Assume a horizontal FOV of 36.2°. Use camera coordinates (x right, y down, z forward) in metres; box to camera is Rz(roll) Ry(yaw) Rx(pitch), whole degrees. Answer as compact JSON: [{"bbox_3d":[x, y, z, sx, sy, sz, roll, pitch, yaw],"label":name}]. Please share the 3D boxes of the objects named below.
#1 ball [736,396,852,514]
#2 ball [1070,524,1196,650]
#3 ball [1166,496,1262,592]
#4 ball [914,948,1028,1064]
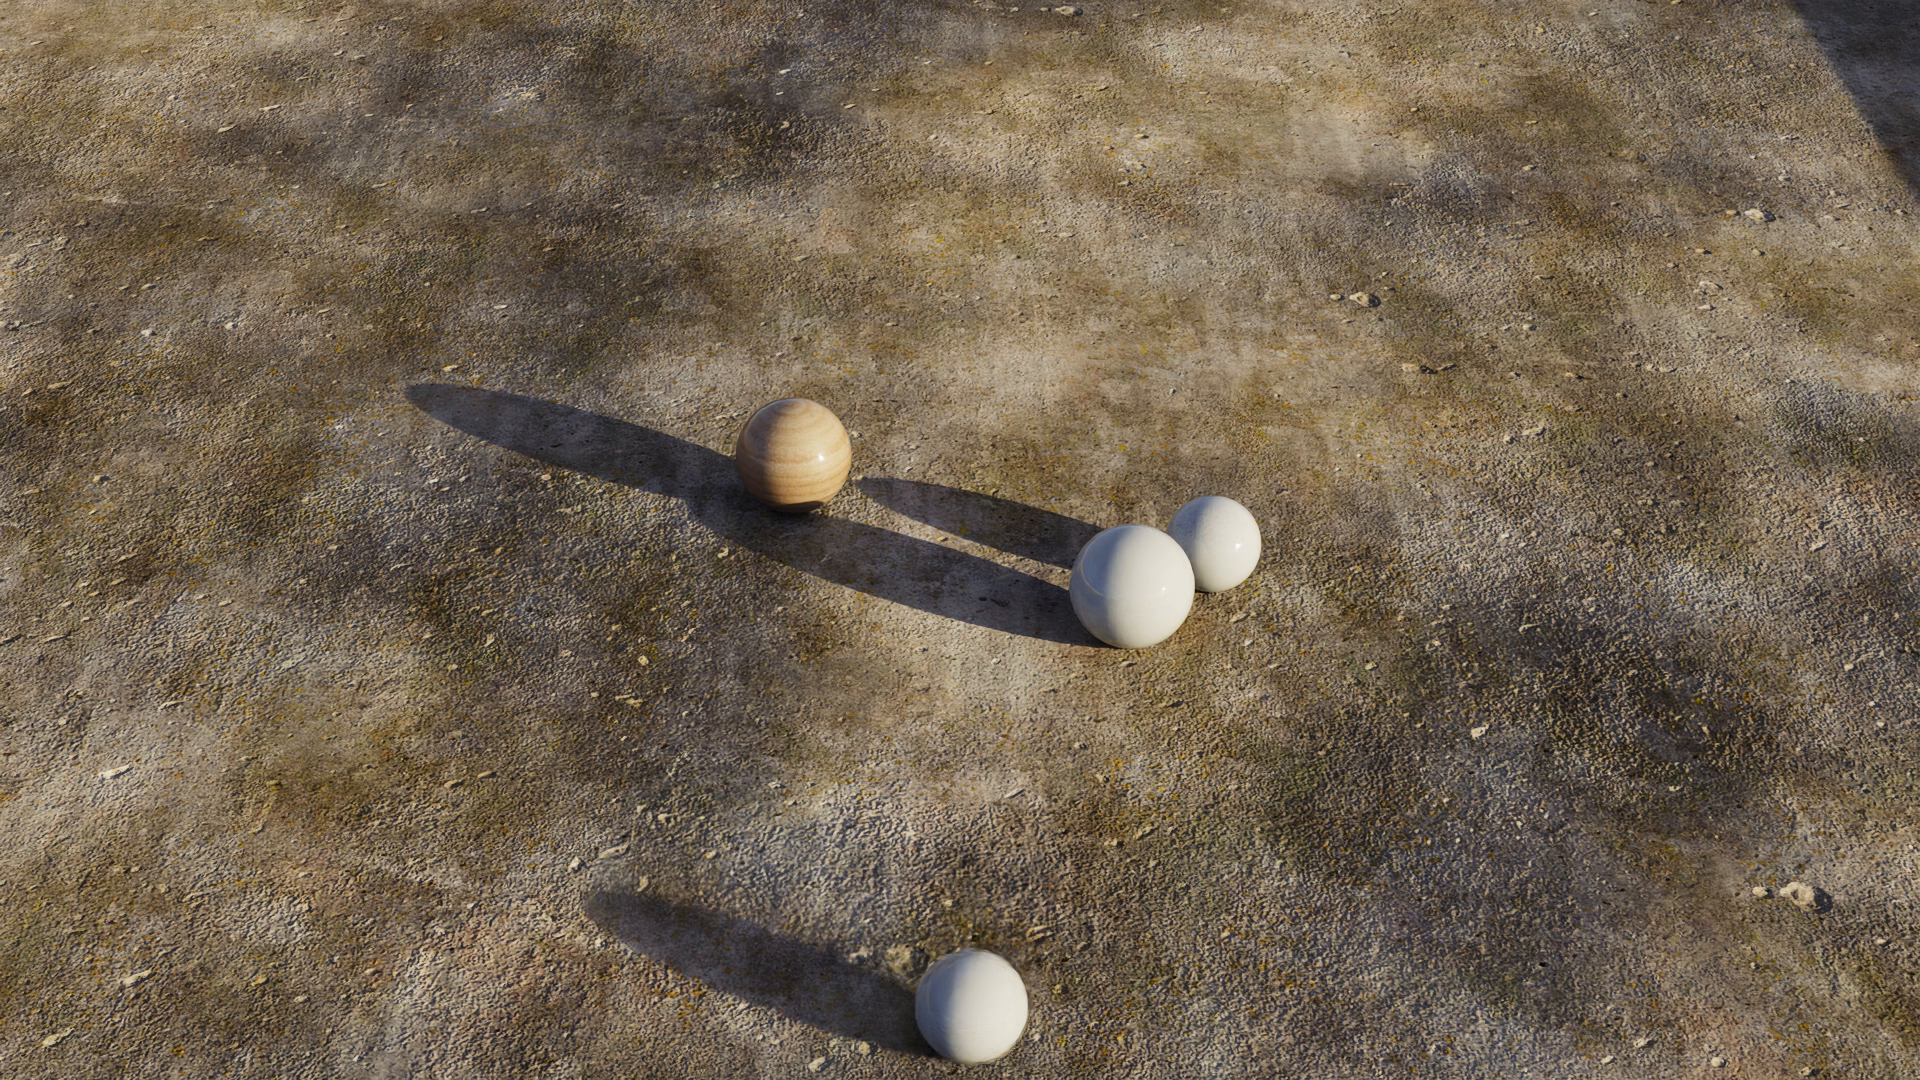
[{"bbox_3d":[-0.098,-0.050,1.739,0.069,0.069,0.069,0,30,0],"label":"ball"},{"bbox_3d":[0.094,0.025,1.609,0.069,0.069,0.069,0,30,0],"label":"ball"},{"bbox_3d":[0.143,0.002,1.662,0.055,0.055,0.055,0,30,0],"label":"ball"},{"bbox_3d":[0.005,0.208,1.313,0.051,0.051,0.051,0,30,0],"label":"ball"}]
